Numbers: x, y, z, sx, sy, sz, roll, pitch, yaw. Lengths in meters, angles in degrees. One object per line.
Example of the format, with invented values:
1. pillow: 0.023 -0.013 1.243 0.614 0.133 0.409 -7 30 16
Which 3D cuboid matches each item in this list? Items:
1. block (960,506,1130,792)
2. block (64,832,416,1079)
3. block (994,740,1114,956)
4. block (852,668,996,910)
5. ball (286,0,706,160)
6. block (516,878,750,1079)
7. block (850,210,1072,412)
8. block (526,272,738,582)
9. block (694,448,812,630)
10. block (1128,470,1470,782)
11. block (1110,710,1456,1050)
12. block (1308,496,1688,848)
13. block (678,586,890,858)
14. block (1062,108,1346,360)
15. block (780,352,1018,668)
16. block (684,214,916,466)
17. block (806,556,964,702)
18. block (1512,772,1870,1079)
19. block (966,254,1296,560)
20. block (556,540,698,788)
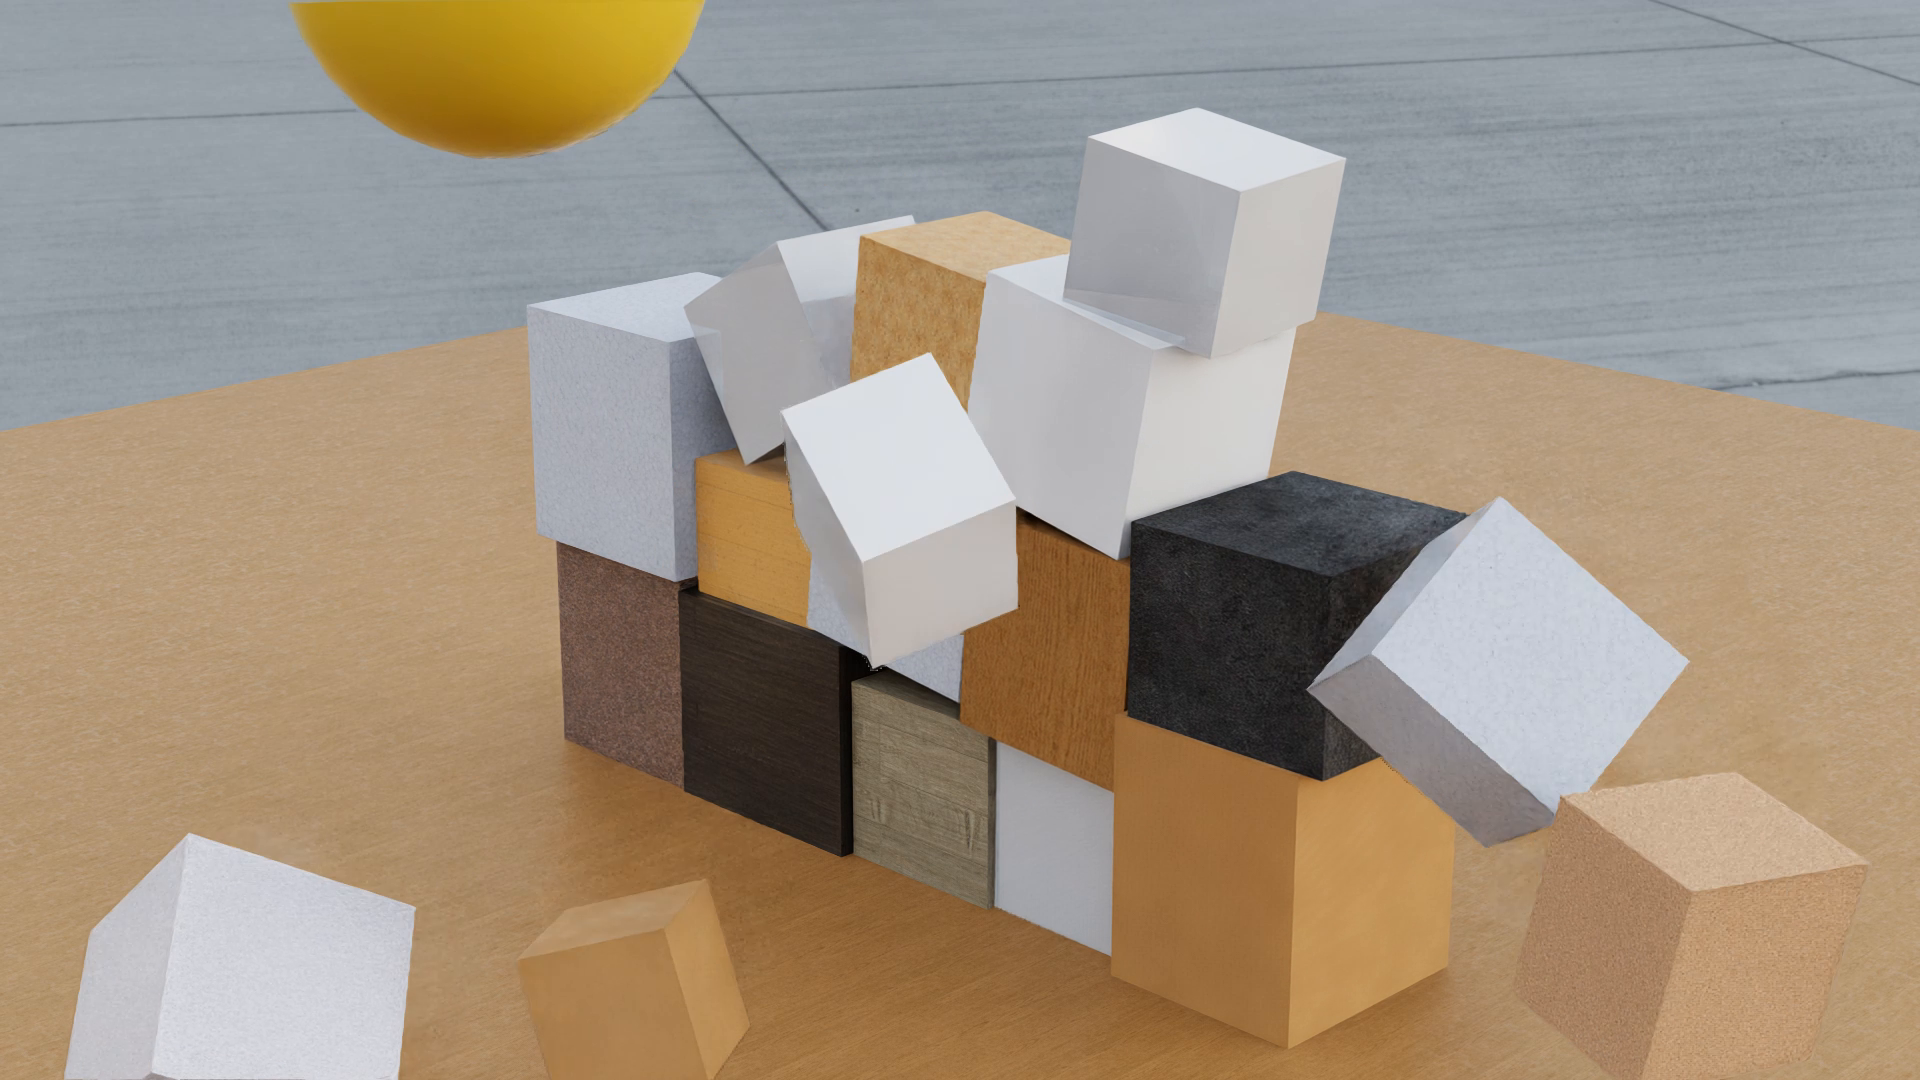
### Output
1. block: 0.705 0.356 12.739 0.937 1.013 0.991 22 27 40
2. block: -2.550 1.736 10.325 0.880 0.825 0.918 24 45 -29
3. block: 0.738 1.258 12.990 0.831 0.802 0.808 -17 25 -42
4. block: 0.112 1.060 13.543 0.848 0.857 0.877 -17 24 -42
5. ball: -1.715 -2.214 10.848 1.600 1.600 1.600 0 17 0
6. block: -1.163 1.625 10.500 0.559 0.574 0.572 -14 8 12
7. block: 0.085 -0.896 13.003 0.785 0.851 0.798 -17 31 -42
8. block: -1.355 -0.591 14.558 1.089 1.176 1.091 -17 24 -42
9. block: -0.675 -0.075 14.014 0.810 0.663 0.836 17 24 42
10. block: 1.418 0.322 11.976 1.014 0.841 1.041 17 24 42
11. block: 1.363 1.273 12.325 0.961 1.182 1.084 17 24 42
12. block: 1.909 0.487 10.508 0.751 0.876 0.784 -48 -1 -16
13. block: -0.589 0.752 14.221 1.033 1.038 1.138 -17 24 -42
14. block: 0.991 -1.262 11.933 0.737 0.702 0.787 25 29 31
15. block: -0.214 -0.104 10.681 0.591 0.734 0.710 -22 59 -12
16. block: -0.613 -0.936 13.728 0.848 0.810 0.788 -17 -7 -42
17. block: 0.023 -0.023 13.344 0.964 1.029 0.990 -17 31 -42
18. block: 2.344 1.254 9.452 0.754 0.735 0.630 -4 26 -29
19. block: 0.703 -0.613 12.402 0.909 0.933 0.947 -16 35 -42
20. block: -1.350 0.495 14.917 0.966 1.111 0.968 -17 24 -42
